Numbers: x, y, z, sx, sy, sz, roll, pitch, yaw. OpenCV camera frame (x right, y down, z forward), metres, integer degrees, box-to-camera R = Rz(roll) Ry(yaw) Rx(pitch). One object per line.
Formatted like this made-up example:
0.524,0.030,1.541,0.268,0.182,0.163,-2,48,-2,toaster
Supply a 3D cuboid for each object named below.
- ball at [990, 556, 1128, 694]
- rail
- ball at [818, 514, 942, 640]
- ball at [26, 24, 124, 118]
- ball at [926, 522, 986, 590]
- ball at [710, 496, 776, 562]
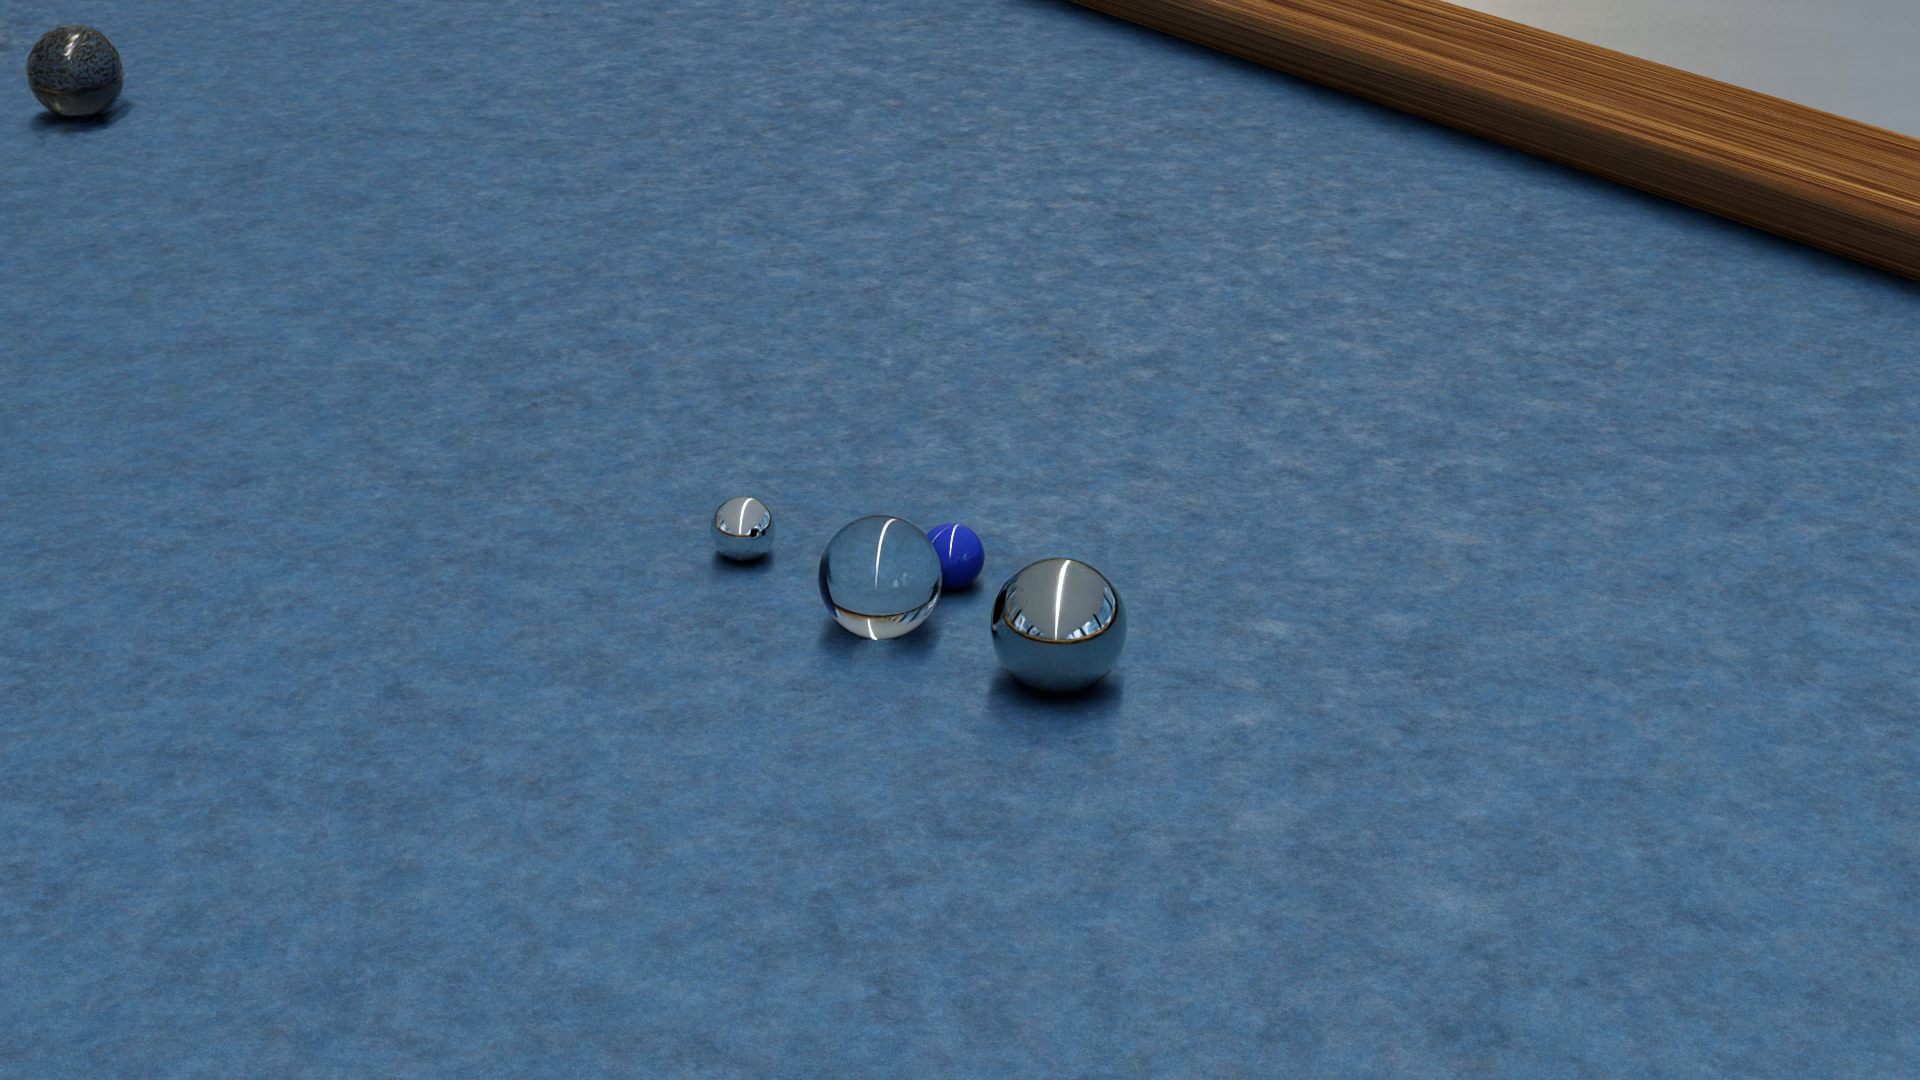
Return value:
0.066,0.058,1.971,0.092,0.092,0.092,0,25,0,ball
0.222,-0.651,3.418,0.045,0.129,4.080,-18,31,-33,rail
-0.055,0.026,2.044,0.087,0.087,0.087,0,25,0,ball
-0.943,-0.500,3.135,0.099,0.099,0.099,0,25,0,ball
-0.006,0.012,2.118,0.048,0.048,0.048,0,25,0,ball
-0.159,-0.008,2.160,0.049,0.049,0.049,0,25,0,ball
